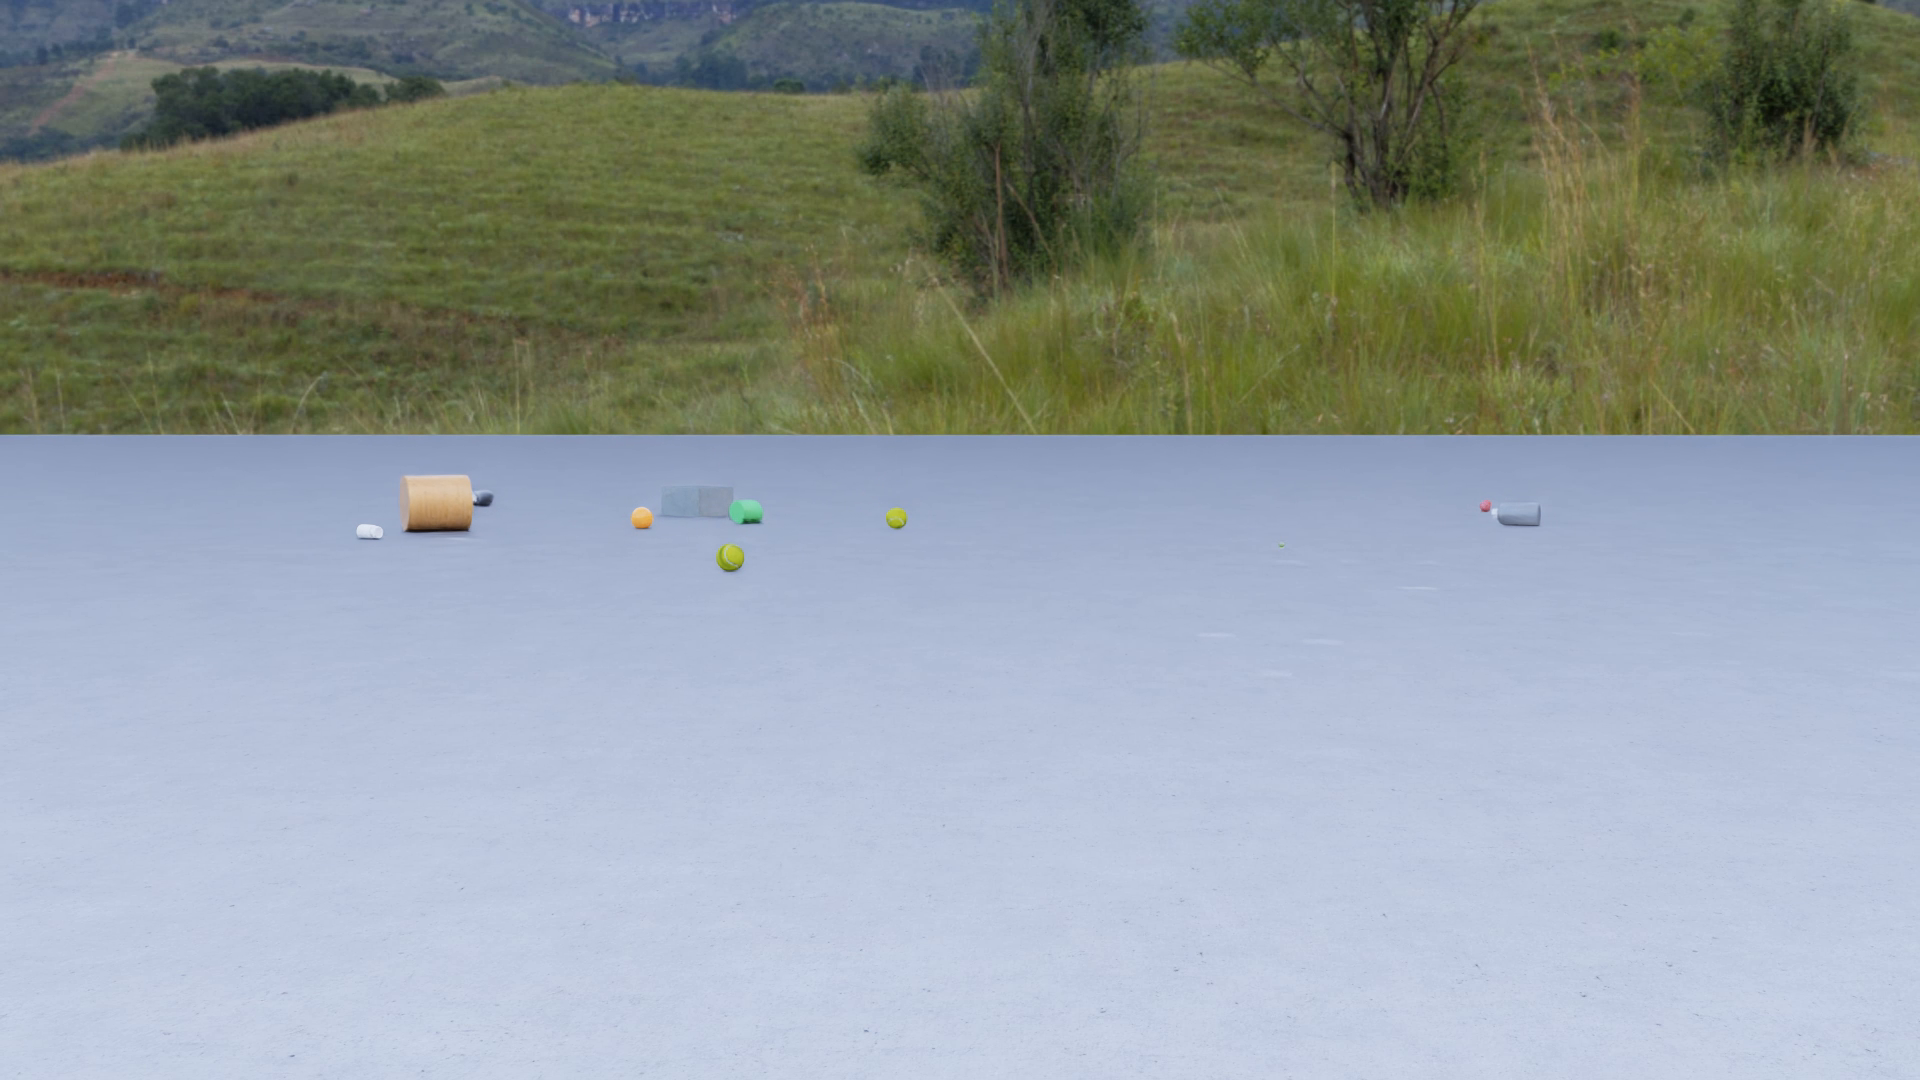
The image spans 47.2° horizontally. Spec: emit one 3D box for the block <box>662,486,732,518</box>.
[{"bbox_3d":[-0.937,-0.139,7.833,0.211,0.100,0.155,4,5,44],"label":"block"}]

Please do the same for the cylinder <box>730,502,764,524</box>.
[{"bbox_3d":[-0.717,-0.093,7.375,0.073,0.070,0.096,-3,14,-37],"label":"cylinder"}]

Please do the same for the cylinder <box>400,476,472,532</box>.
[{"bbox_3d":[-1.662,-0.116,6.973,0.198,0.173,0.172,-2,-5,-24],"label":"cylinder"}]
